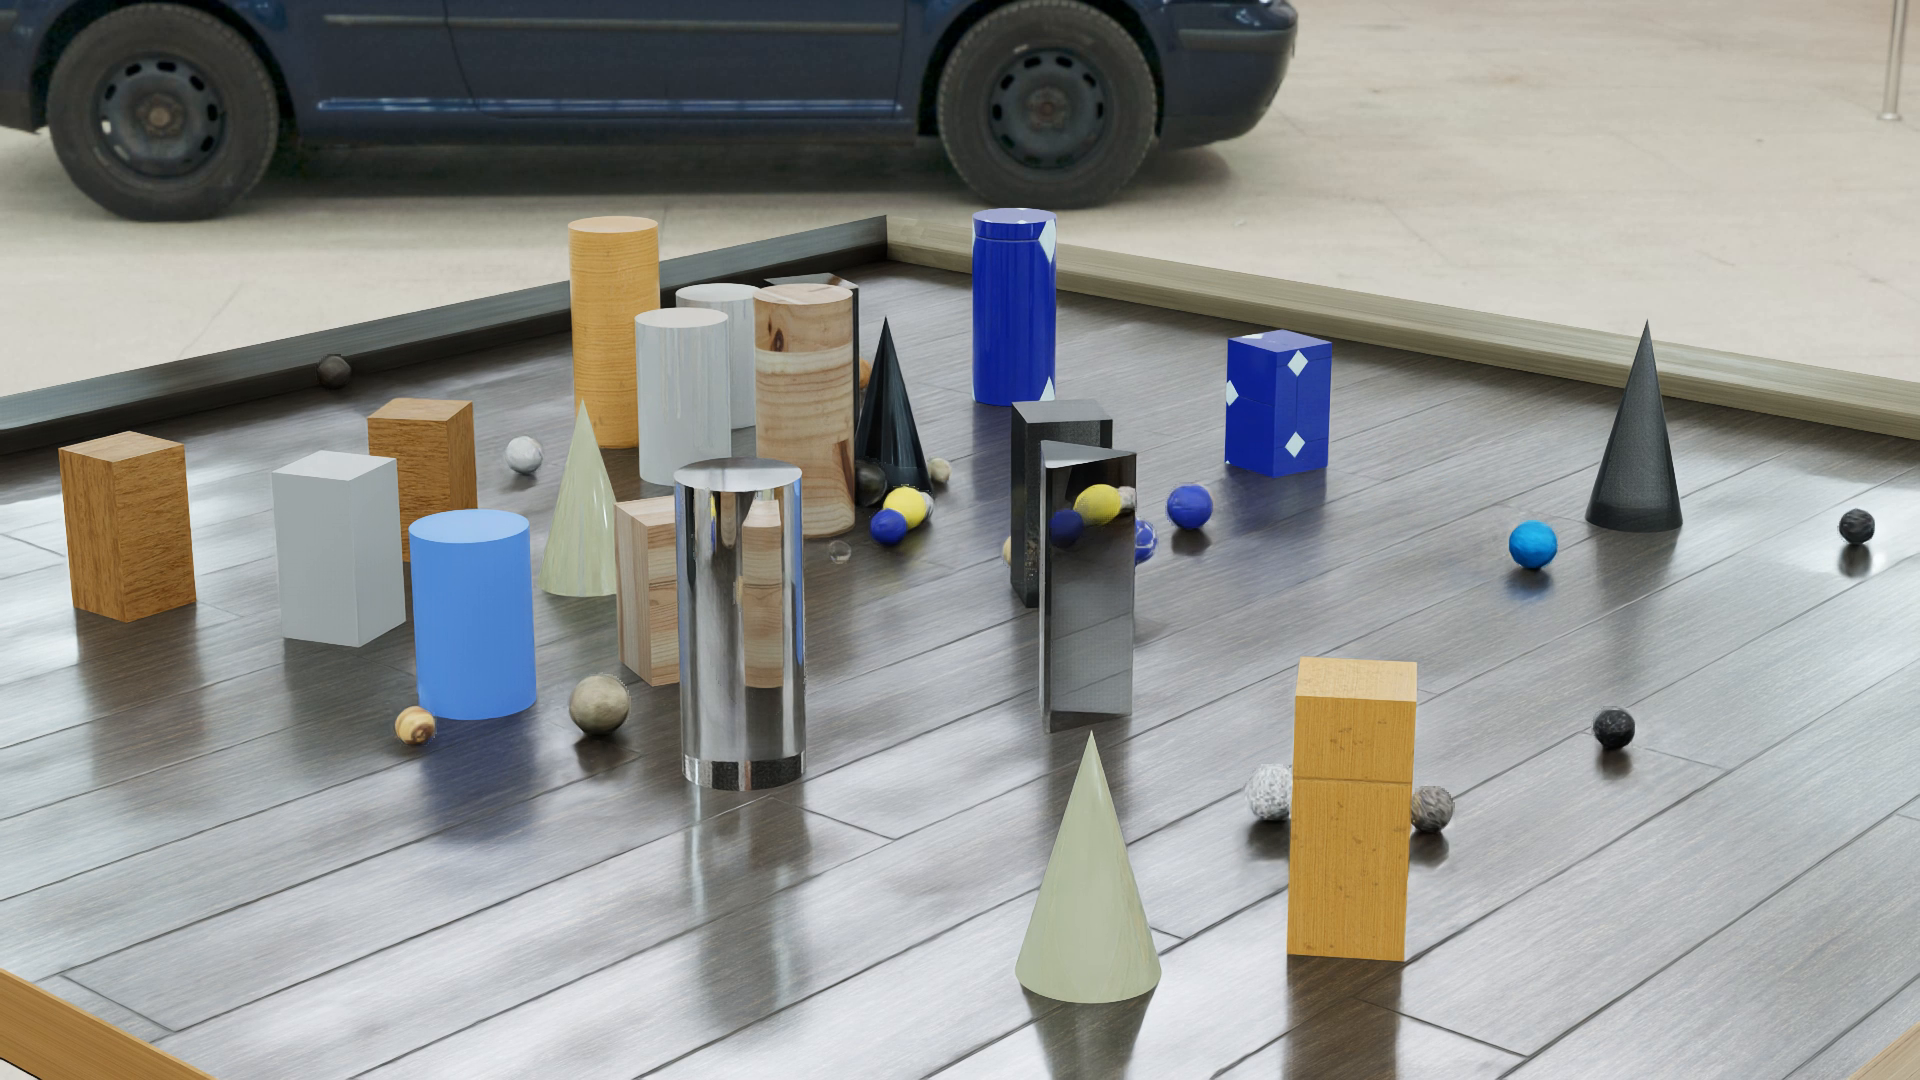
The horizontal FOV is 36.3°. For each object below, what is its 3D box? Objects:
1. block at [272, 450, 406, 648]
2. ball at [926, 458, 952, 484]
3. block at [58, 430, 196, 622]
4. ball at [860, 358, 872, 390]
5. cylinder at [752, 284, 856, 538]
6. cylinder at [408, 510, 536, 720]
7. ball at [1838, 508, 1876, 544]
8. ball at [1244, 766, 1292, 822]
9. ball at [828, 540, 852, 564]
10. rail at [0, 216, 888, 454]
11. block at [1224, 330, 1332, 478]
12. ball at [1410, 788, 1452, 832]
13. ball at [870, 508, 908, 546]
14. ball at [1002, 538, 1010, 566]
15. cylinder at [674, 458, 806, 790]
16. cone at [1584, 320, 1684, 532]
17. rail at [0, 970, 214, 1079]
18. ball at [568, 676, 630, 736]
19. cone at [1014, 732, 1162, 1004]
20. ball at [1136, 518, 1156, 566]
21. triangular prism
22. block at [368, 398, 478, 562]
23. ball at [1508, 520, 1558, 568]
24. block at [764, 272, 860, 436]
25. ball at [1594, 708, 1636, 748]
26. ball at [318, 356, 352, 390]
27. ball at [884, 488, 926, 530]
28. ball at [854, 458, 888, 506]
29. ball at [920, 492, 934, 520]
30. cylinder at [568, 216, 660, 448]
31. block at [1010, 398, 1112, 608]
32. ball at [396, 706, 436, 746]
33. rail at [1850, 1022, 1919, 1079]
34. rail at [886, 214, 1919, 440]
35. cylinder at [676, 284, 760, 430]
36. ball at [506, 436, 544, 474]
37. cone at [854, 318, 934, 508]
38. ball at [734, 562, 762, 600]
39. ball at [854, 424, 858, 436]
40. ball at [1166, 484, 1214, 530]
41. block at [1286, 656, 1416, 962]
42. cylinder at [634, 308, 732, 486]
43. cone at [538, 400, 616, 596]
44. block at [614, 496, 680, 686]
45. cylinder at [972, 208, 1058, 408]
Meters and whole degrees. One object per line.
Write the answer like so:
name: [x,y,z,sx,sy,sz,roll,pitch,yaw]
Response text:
block: [-1.035,0.013,4.892,0.147,0.286,0.147,6,18,20]
ball: [-0.042,-0.137,5.794,0.050,0.050,0.050,0,17,0]
block: [-1.425,-0.025,5.024,0.147,0.282,0.147,12,21,35]
ball: [-0.233,-0.369,6.511,0.079,0.079,0.079,0,17,0]
cylinder: [-0.289,-0.241,5.461,0.184,0.443,0.184,0,17,0]
cylinder: [-0.757,0.114,4.561,0.184,0.284,0.184,0,17,0]
ball: [1.652,-0.025,5.399,0.066,0.066,0.066,0,17,0]
ball: [0.439,0.356,4.119,0.078,0.078,0.078,0,17,0]
ball: [-0.217,0.022,5.285,0.042,0.042,0.042,0,17,0]
rail: [-1.549,-0.360,6.408,0.045,0.119,4.173,14,22,39]
block: [0.640,-0.276,5.898,0.147,0.256,0.147,-12,20,-34]
ball: [0.654,0.375,4.081,0.063,0.063,0.063,0,17,0]
ball: [-0.131,-0.023,5.385,0.069,0.069,0.069,0,17,0]
ball: [0.111,0.020,5.246,0.069,0.069,0.069,0,17,0]
cylinder: [-0.317,0.121,4.255,0.184,0.450,0.184,0,17,0]
cone: [1.278,-0.227,5.505,0.184,0.391,0.184,0,17,0]
rail: [-1.352,0.481,3.630,4.150,0.119,0.045,14,22,39]
ball: [-0.547,0.250,4.445,0.091,0.091,0.091,0,17,0]
cone: [0.160,0.384,3.609,0.184,0.320,0.184,0,17,0]
ball: [0.297,0.003,5.054,0.082,0.082,0.082,0,17,0]
triangular prism: [0.163,0.065,4.493,0.159,0.419,0.138,-10,20,-30]
block: [-0.974,-0.109,5.329,0.147,0.266,0.147,3,17,9]
ball: [1.027,0.008,5.252,0.087,0.087,0.087,0,17,0]
block: [-0.304,-0.357,6.011,0.147,0.347,0.147,-8,19,-25]
ball: [0.981,0.282,4.392,0.062,0.062,0.062,0,17,0]
ball: [-1.388,-0.370,6.507,0.074,0.074,0.074,0,17,0]
ball: [-0.103,-0.059,5.486,0.080,0.080,0.080,0,17,0]
ball: [-0.183,-0.110,5.589,0.090,0.090,0.090,0,17,0]
ball: [-0.076,-0.064,5.547,0.055,0.055,0.055,0,17,0]
cylinder: [-0.712,-0.431,6.075,0.184,0.451,0.184,0,17,0]
block: [0.174,-0.065,5.075,0.147,0.329,0.147,-3,17,-9]
ball: [-0.818,0.279,4.404,0.059,0.059,0.059,0,17,0]
rail: [1.549,0.420,3.834,0.045,0.119,4.173,14,22,39]
rail: [1.352,-0.421,6.612,4.150,0.119,0.045,14,22,39]
cylinder: [-0.510,-0.392,6.249,0.184,0.276,0.184,0,17,0]
ball: [-0.871,-0.170,5.860,0.076,0.076,0.076,0,17,0]
cone: [-0.142,-0.260,5.666,0.184,0.360,0.184,0,17,0]
ball: [-0.374,0.071,5.084,0.065,0.065,0.065,0,17,0]
ball: [-0.187,-0.222,6.054,0.063,0.063,0.063,0,17,0]
ball: [0.430,-0.063,5.487,0.087,0.087,0.087,0,17,0]
block: [0.496,0.339,3.712,0.147,0.347,0.147,3,17,8]
cylinder: [-0.549,-0.286,5.821,0.184,0.319,0.184,0,17,0]
cone: [-0.656,-0.088,5.142,0.184,0.335,0.184,0,17,0]
block: [-0.458,0.077,4.716,0.147,0.266,0.147,-9,19,-26]
cylinder: [0.118,-0.509,6.413,0.184,0.405,0.184,0,17,0]
